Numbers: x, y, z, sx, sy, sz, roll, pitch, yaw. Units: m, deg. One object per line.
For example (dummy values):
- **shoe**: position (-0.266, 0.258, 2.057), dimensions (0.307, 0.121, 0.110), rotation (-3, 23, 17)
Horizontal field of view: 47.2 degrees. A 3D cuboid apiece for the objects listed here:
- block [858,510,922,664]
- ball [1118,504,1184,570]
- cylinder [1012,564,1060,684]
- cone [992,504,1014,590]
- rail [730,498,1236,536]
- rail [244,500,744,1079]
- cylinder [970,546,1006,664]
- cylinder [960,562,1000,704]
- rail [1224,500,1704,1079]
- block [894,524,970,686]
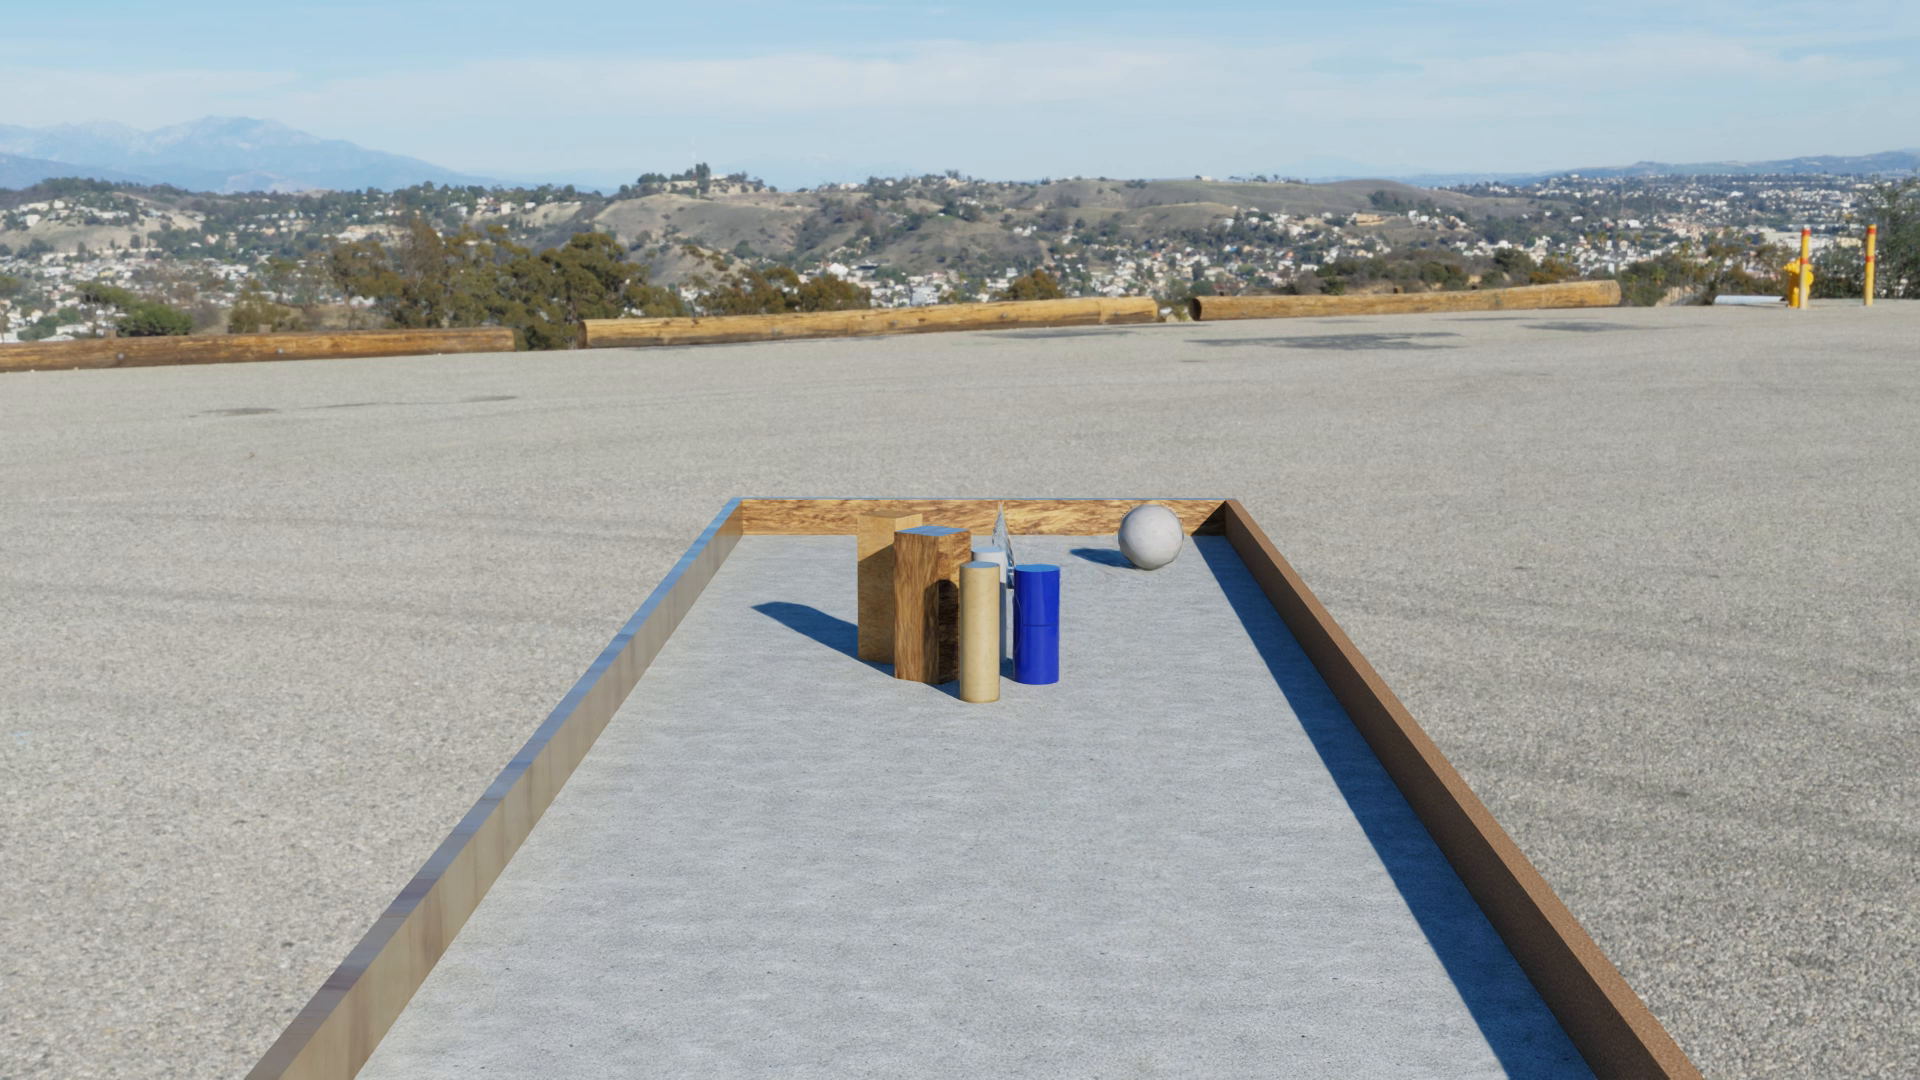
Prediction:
- **block**: position (-0.213, 0.141, 6.700), dimensions (0.141, 0.444, 0.141), rotation (6, 11, 32)
- **ball**: position (0.720, -0.013, 8.307), dimensions (0.246, 0.246, 0.246), rotation (0, 9, 0)
- **cylinder**: position (0.222, 0.245, 6.406), dimensions (0.137, 0.332, 0.137), rotation (0, 9, 0)
- **cone**: position (0.148, 0.018, 7.932), dimensions (0.134, 0.302, 0.134), rotation (0, 9, 0)
- **rail**: position (0.099, -0.098, 9.147), dimensions (2.100, 0.150, 0.050), rotation (0, 9, 1)
- **rail**: position (-1.004, 0.839, 3.234), dimensions (0.050, 0.150, 12.000), rotation (0, 9, 1)
- **cylinder**: position (0.087, 0.199, 6.661), dimensions (0.110, 0.342, 0.110), rotation (0, 9, 0)
- **cylinder**: position (0.055, 0.258, 6.160), dimensions (0.115, 0.382, 0.115), rotation (0, 9, 0)
- **rail**: position (1.046, 0.843, 3.208), dimensions (0.050, 0.150, 12.000), rotation (0, 9, 1)
- **block**: position (-0.080, 0.188, 6.434), dimensions (0.160, 0.435, 0.160), rotation (6, 11, 35)
